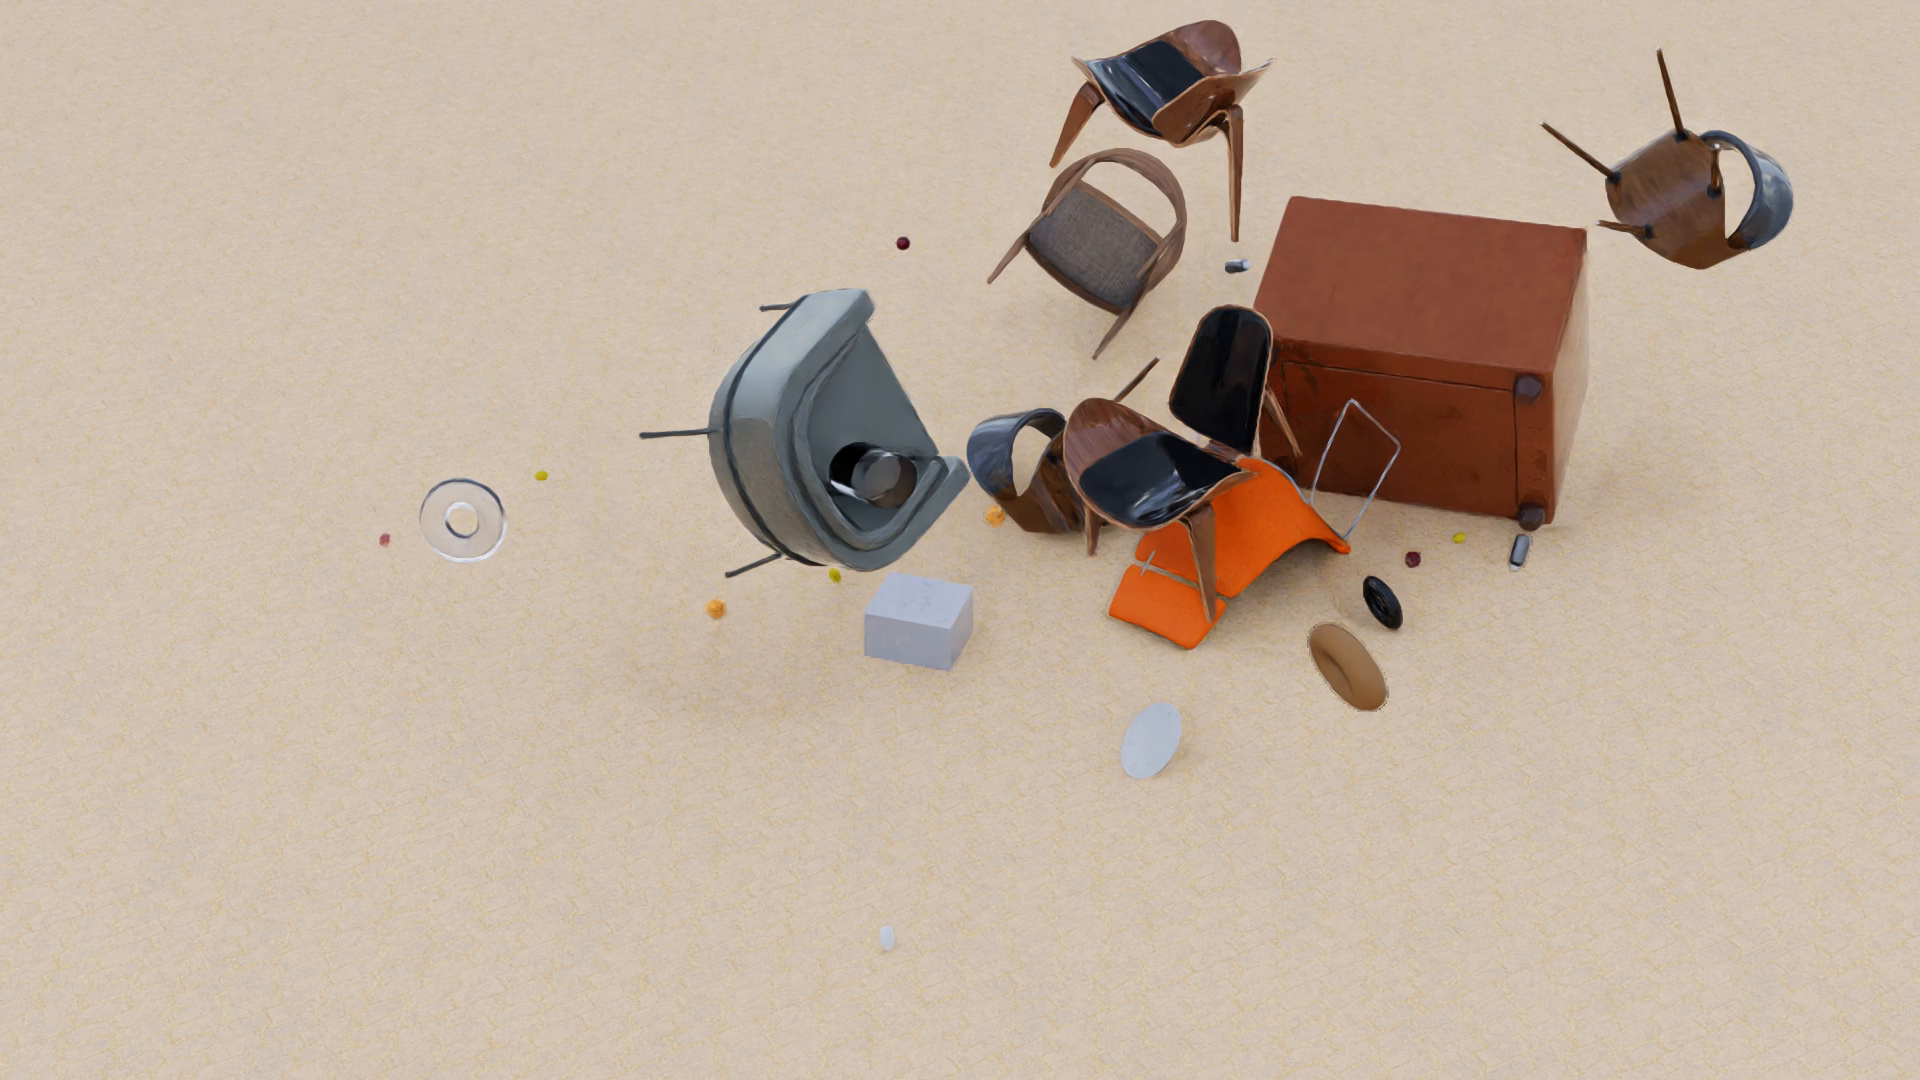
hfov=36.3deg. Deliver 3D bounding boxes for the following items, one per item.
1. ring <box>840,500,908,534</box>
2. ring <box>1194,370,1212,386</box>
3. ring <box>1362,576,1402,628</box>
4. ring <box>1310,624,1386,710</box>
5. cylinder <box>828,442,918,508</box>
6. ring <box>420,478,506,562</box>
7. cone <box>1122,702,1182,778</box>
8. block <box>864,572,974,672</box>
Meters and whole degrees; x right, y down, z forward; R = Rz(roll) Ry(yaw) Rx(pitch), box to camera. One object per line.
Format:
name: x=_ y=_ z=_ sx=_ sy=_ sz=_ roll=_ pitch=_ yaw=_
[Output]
ring: x=-0.323 y=-0.115 z=11.075 sx=0.168 sy=0.048 sz=0.387 roll=22 pitch=38 yaw=27
ring: x=0.989 y=-0.657 z=11.913 sx=0.067 sy=0.032 sz=0.111 roll=-8 pitch=35 yaw=-15
ring: x=1.505 y=0.224 z=10.436 sx=0.056 sy=0.217 sz=0.125 roll=-38 pitch=12 yaw=-33
ring: x=1.289 y=0.422 z=9.749 sx=0.104 sy=0.266 sz=0.413 roll=-26 pitch=33 yaw=-11
cylinder: x=-0.279 y=-0.210 z=9.451 sx=0.226 sy=0.177 sz=0.179 roll=-5 pitch=19 yaw=-39
ring: x=-1.825 y=-0.071 z=10.768 sx=0.324 sy=0.328 sz=0.084 roll=-8 pitch=17 yaw=6
cone: x=0.629 y=0.663 z=9.840 sx=0.175 sy=0.275 sz=0.205 roll=28 pitch=0 yaw=-4
block: x=-0.143 y=0.286 z=10.341 sx=0.315 sy=0.185 sz=0.275 roll=10 pitch=35 yaw=15
